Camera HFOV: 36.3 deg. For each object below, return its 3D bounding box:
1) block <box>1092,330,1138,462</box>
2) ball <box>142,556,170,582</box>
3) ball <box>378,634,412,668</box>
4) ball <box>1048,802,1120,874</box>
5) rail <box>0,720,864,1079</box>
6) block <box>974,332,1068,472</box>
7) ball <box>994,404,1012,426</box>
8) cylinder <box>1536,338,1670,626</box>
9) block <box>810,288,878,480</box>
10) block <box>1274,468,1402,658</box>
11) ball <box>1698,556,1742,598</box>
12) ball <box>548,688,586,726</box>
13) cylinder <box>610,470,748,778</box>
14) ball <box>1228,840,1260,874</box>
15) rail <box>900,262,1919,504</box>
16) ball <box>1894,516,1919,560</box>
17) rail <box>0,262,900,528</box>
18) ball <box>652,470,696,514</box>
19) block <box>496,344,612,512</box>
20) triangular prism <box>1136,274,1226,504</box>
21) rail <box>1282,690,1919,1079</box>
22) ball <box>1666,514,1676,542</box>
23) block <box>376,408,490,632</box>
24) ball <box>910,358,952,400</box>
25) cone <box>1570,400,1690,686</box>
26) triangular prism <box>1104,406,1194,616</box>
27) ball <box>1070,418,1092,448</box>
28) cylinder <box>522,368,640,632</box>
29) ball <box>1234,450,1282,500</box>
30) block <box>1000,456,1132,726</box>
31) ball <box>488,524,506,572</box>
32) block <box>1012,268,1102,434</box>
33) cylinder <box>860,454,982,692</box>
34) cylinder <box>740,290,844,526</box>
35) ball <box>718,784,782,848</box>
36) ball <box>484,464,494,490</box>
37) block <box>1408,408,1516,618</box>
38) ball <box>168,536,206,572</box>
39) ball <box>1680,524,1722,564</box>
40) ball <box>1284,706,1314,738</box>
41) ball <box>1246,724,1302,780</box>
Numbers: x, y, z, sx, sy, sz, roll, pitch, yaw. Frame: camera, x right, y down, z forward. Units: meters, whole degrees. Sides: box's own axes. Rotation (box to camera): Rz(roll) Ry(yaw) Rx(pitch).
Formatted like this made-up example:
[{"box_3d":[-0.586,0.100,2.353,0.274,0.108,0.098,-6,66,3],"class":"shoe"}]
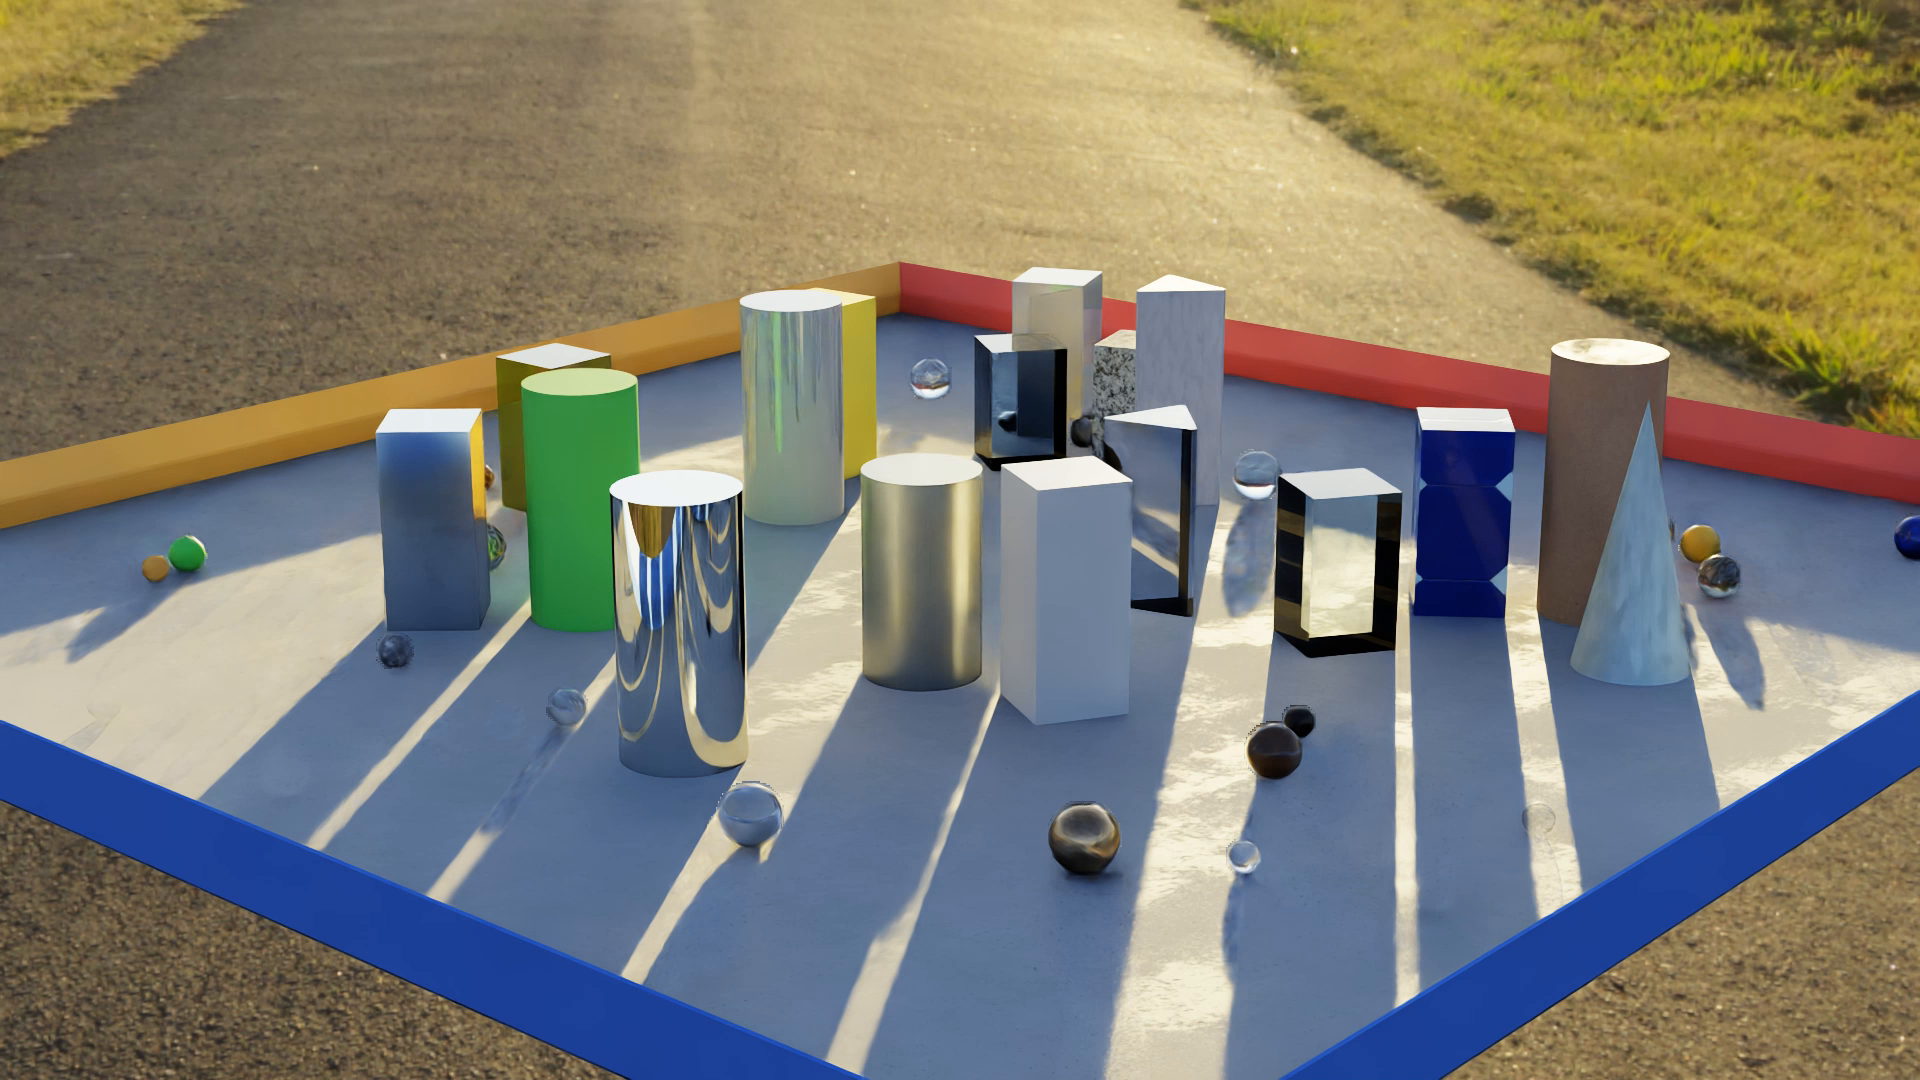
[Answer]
[{"box_3d":[0.368,-0.277,5.916,0.155,0.258,0.155,7,18,22],"class":"block"},{"box_3d":[-1.426,0.051,5.195,0.048,0.048,0.048,0,17,0],"class":"ball"},{"box_3d":[-0.916,0.181,4.753,0.055,0.055,0.055,0,17,0],"class":"ball"},{"box_3d":[0.167,0.402,3.947,0.097,0.097,0.097,0,17,0],"class":"ball"},{"box_3d":[-1.058,0.384,3.953,3.245,0.126,0.045,14,22,39],"class":"rail"},{"box_3d":[0.122,-0.282,5.956,0.155,0.245,0.155,-4,17,-12],"class":"block"},{"box_3d":[0.093,-0.265,6.243,0.046,0.046,0.046,0,17,0],"class":"ball"},{"box_3d":[1.089,-0.097,4.977,0.193,0.457,0.193,0,17,0],"class":"cylinder"},{"box_3d":[-0.276,-0.309,5.856,0.155,0.353,0.155,12,21,35],"class":"block"},{"box_3d":[0.624,0.037,4.855,0.155,0.271,0.155,-5,17,-15],"class":"block"},{"box_3d":[1.322,0.063,5.107,0.074,0.074,0.074,0,17,0],"class":"ball"},{"box_3d":[-0.602,0.256,4.495,0.058,0.058,0.058,0,17,0],"class":"ball"},{"box_3d":[-0.412,0.122,4.322,0.193,0.415,0.193,0,17,0],"class":"cylinder"},{"box_3d":[0.383,0.428,3.953,0.044,0.044,0.044,0,17,0],"class":"ball"},{"box_3d":[1.058,-0.321,6.287,3.245,0.126,0.045,14,22,39],"class":"rail"},{"box_3d":[1.737,-0.005,5.322,0.080,0.080,0.080,0,17,0],"class":"ball"},{"box_3d":[-1.207,-0.271,6.124,0.045,0.126,3.276,14,22,39],"class":"rail"},{"box_3d":[-0.547,-0.092,5.608,0.083,0.083,0.083,0,17,0],"class":"ball"},{"box_3d":[-0.775,-0.210,5.629,0.155,0.295,0.155,14,21,38],"class":"block"},{"box_3d":[0.413,-0.291,5.679,0.167,0.423,0.145,-2,17,-5],"class":"triangular prism"},{"box_3d":[1.207,0.334,4.117,0.045,0.126,3.276,14,22,39],"class":"rail"},{"box_3d":[1.256,-0.013,5.337,0.089,0.089,0.089,0,17,0],"class":"ball"},{"box_3d":[-0.889,-0.035,4.963,0.155,0.346,0.155,0,17,-2],"class":"block"},{"box_3d":[-0.065,-0.355,6.465,0.091,0.091,0.091,0,17,0],"class":"ball"},{"box_3d":[1.090,-0.009,4.703,0.193,0.447,0.193,0,17,0],"class":"cone"},{"box_3d":[0.353,-0.057,5.062,0.167,0.331,0.145,9,19,26],"class":"triangular prism"},{"box_3d":[0.257,-0.223,6.077,0.062,0.062,0.062,0,17,0],"class":"ball"},{"box_3d":[-0.637,-0.069,4.964,0.193,0.410,0.193,0,17,0],"class":"cylinder"},{"box_3d":[0.578,-0.126,5.697,0.095,0.095,0.095,0,17,0],"class":"ball"},{"box_3d":[0.163,0.077,4.542,0.155,0.375,0.155,-6,18,-19],"class":"block"},{"box_3d":[-0.859,0.014,5.237,0.094,0.094,0.094,0,17,0],"class":"ball"},{"box_3d":[0.206,-0.403,6.226,0.155,0.320,0.155,5,18,17],"class":"block"},{"box_3d":[-0.061,0.050,4.692,0.193,0.340,0.193,0,17,0],"class":"cylinder"},{"box_3d":[-0.318,-0.253,5.571,0.193,0.412,0.193,0,17,0],"class":"cylinder"},{"box_3d":[-0.288,0.379,4.037,0.088,0.088,0.088,0,17,0],"class":"ball"},{"box_3d":[-0.941,-0.122,5.757,0.054,0.054,0.054,0,17,0],"class":"ball"},{"box_3d":[0.860,-0.048,5.037,0.155,0.328,0.155,1,17,5],"class":"block"},{"box_3d":[-1.384,0.025,5.250,0.064,0.064,0.064,0,17,0],"class":"ball"},{"box_3d":[1.338,0.008,5.295,0.072,0.072,0.072,0,17,0],"class":"ball"},{"box_3d":[0.514,0.276,4.448,0.047,0.047,0.047,0,17,0],"class":"ball"},{"box_3d":[0.459,0.309,4.282,0.082,0.082,0.082,0,17,0],"class":"ball"}]
